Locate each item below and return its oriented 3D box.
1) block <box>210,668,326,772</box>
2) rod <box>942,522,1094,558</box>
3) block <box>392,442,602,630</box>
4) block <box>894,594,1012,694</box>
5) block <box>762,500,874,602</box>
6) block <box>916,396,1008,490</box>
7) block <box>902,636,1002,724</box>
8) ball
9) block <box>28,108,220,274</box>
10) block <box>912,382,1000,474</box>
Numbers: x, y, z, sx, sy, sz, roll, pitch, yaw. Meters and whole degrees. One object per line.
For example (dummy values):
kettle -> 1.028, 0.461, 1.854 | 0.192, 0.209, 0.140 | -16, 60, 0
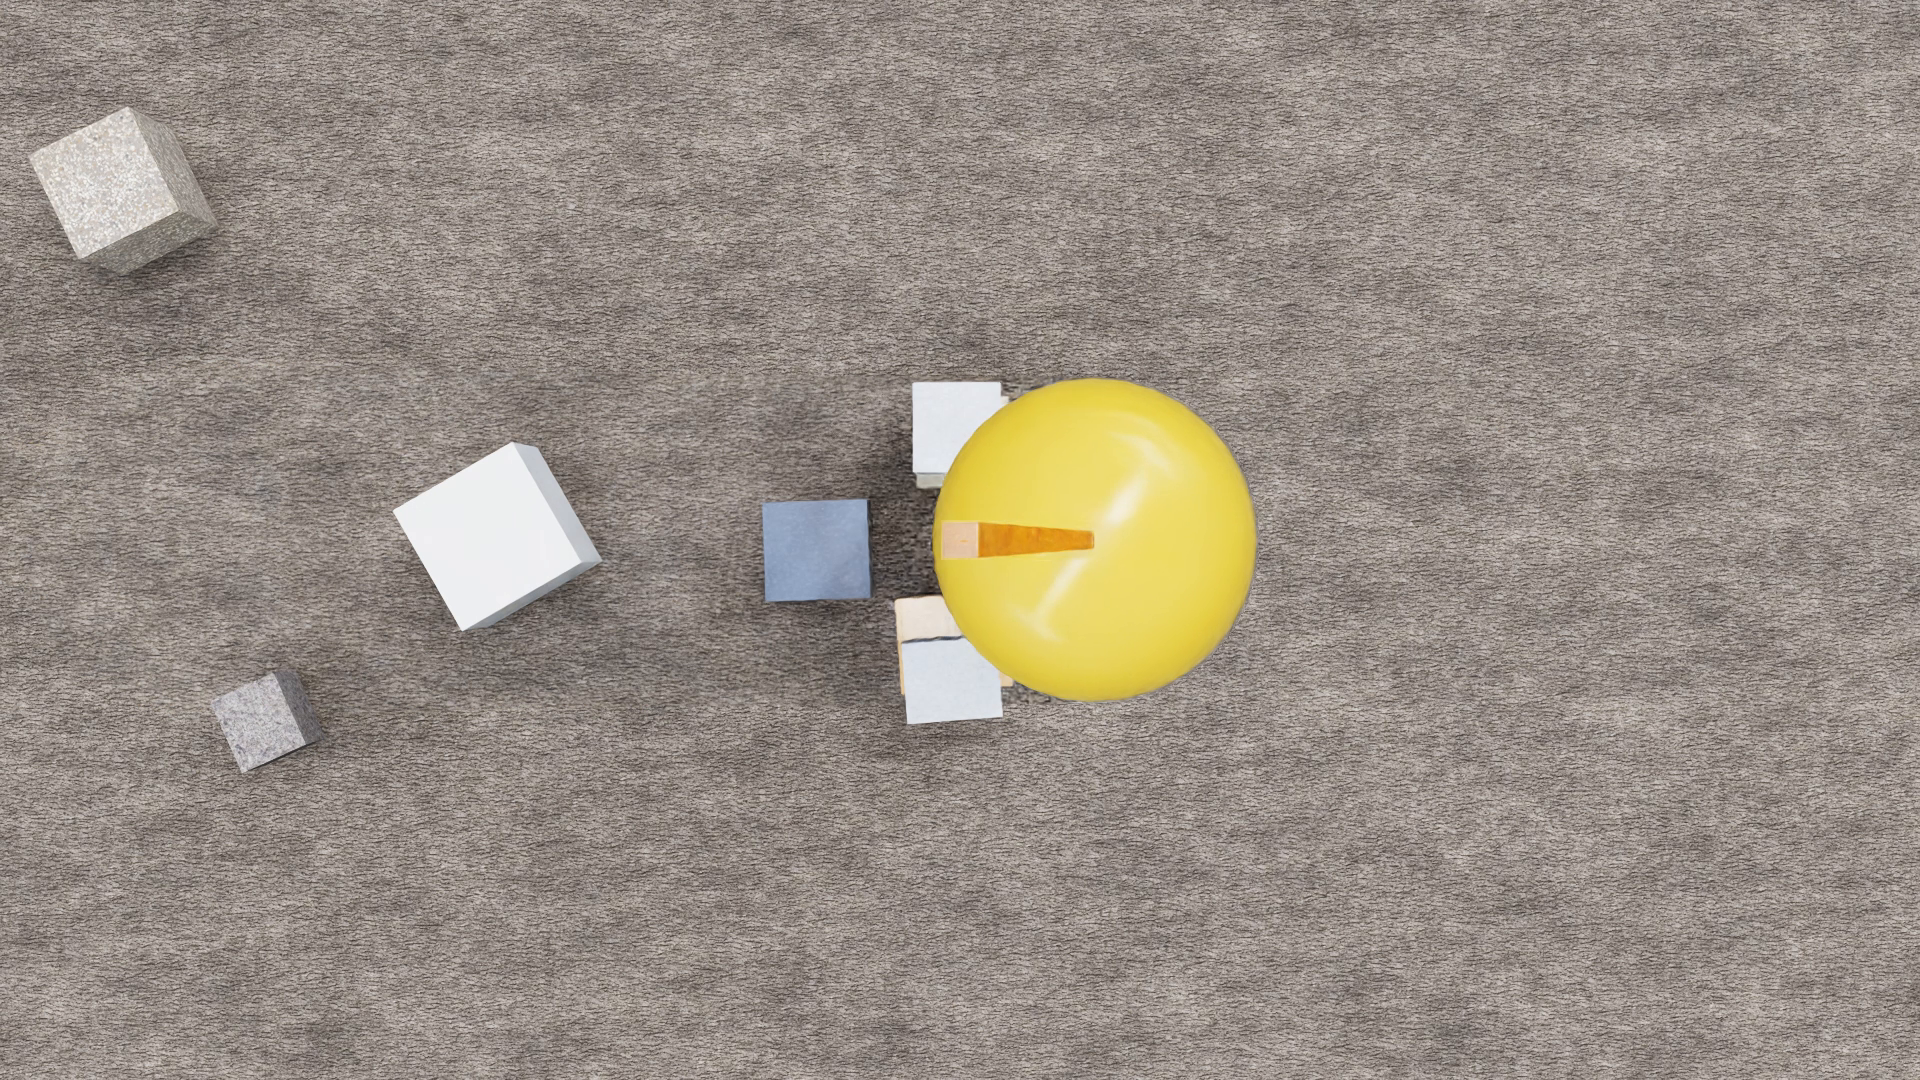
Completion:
block -> -4.021, 1.048, 12.796 | 0.400, 0.408, 0.450 | -24, 90, 0
rod -> 0.286, 0.000, 7.455 | 0.080, 5.200, 0.080 | 0, 90, 6
block -> -2.638, -0.019, 12.633 | 0.768, 0.735, 0.776 | -30, 90, 0
block -> -0.036, 0.582, 12.721 | 0.630, 0.558, 0.538 | -4, 90, 0
block -> -0.813, 0.059, 12.723 | 0.593, 0.555, 0.559 | -2, 90, 0
block -> 0.012, -0.558, 12.758 | 0.529, 0.485, 0.515 | 0, 90, 0
block -> -0.044, 0.764, 12.211 | 0.520, 0.462, 0.438 | -5, 90, 0
ball -> 0.661, 0.000, 10.835 | 1.600, 1.600, 1.600 | 0, 90, 0
block -> -4.799, -2.000, 12.660 | 0.624, 0.679, 0.649 | -26, 90, 0
block -> -0.019, -0.617, 12.270 | 0.480, 0.490, 0.488 | 0, 90, 0
